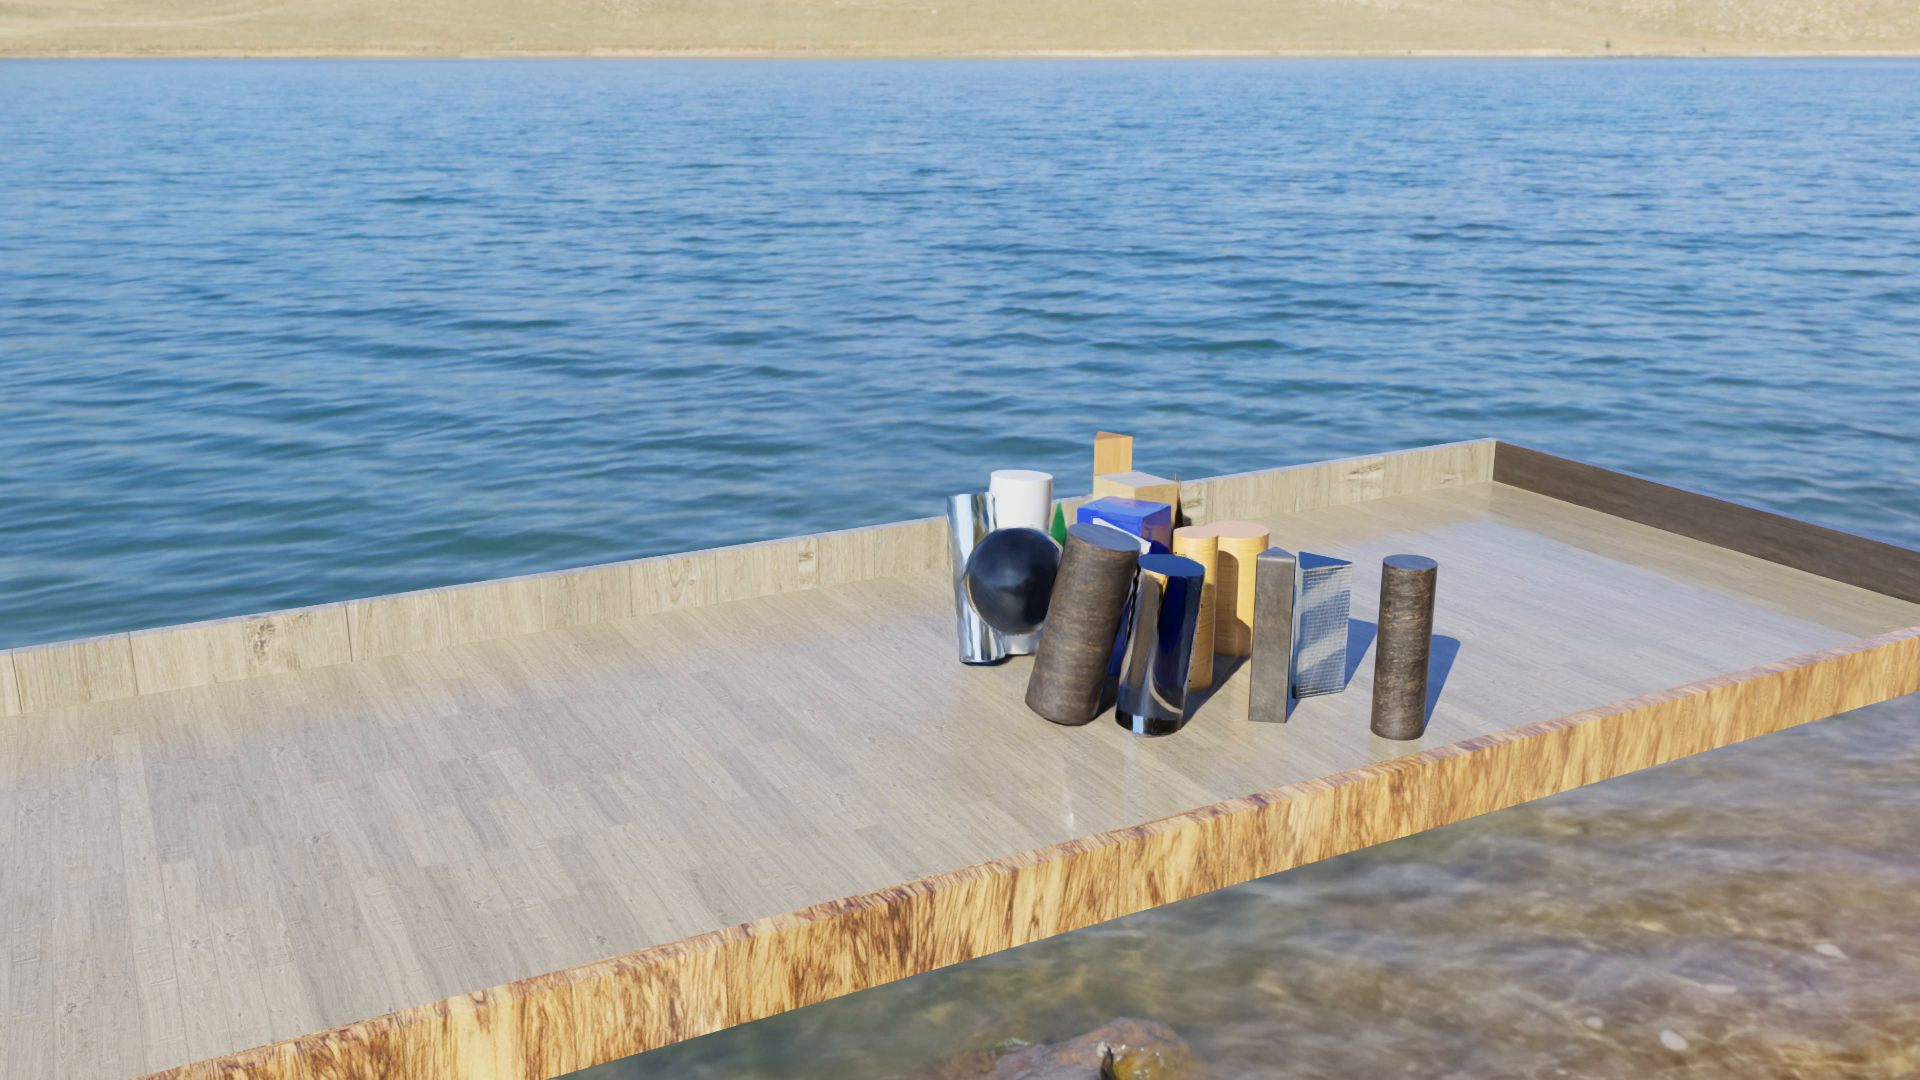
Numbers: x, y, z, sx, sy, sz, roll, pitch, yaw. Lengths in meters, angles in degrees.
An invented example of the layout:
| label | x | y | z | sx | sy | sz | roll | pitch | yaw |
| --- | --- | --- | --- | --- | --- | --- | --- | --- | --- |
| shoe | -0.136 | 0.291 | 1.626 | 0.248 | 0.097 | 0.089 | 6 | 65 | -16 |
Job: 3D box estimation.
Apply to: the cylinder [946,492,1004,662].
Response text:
| label | x | y | z | sx | sy | sz | roll | pitch | yaw |
| --- | --- | --- | --- | --- | --- | --- | --- | --- | --- |
| cylinder | 0.040 | 0.095 | 4.248 | 0.117 | 0.427 | 0.117 | -5 | 2 | 0 |

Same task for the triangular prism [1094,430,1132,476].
| label | x | y | z | sx | sy | sz | roll | pitch | yaw |
| --- | --- | --- | --- | --- | --- | --- | --- | --- | --- |
| triangular prism | 0.425 | -0.088 | 4.849 | 0.119 | 0.454 | 0.103 | -6 | 17 | -20 |

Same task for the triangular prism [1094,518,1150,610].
| label | x | y | z | sx | sy | sz | roll | pitch | yaw |
| --- | --- | --- | --- | --- | --- | --- | --- | --- | --- |
| triangular prism | 0.312 | 0.145 | 4.101 | 0.154 | 0.386 | 0.134 | 0 | 29 | -38 |

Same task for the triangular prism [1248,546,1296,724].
| label | x | y | z | sx | sy | sz | roll | pitch | yaw |
| --- | --- | --- | --- | --- | --- | --- | --- | --- | --- |
| triangular prism | 0.732 | 0.222 | 3.871 | 0.088 | 0.410 | 0.076 | 3 | 17 | 10 |

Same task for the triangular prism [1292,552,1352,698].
| label | x | y | z | sx | sy | sz | roll | pitch | yaw |
| --- | --- | --- | --- | --- | --- | --- | --- | --- | --- |
| triangular prism | 0.861 | 0.205 | 4.065 | 0.143 | 0.334 | 0.124 | -6 | 17 | -20 |

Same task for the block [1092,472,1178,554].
| label | x | y | z | sx | sy | sz | roll | pitch | yaw |
| --- | --- | --- | --- | --- | --- | --- | --- | --- | --- |
| block | 0.452 | 0.051 | 4.393 | 0.156 | 0.434 | 0.156 | -7 | 17 | -37 |

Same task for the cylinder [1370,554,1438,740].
| label | x | y | z | sx | sy | sz | roll | pitch | yaw |
| --- | --- | --- | --- | --- | --- | --- | --- | --- | --- |
| cylinder | 1.018 | 0.247 | 3.786 | 0.121 | 0.411 | 0.121 | 0 | 16 | 0 |

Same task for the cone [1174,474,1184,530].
| label | x | y | z | sx | sy | sz | roll | pitch | yaw |
| --- | --- | --- | --- | --- | --- | --- | --- | --- | --- |
| cone | 0.590 | 0.013 | 4.567 | 0.159 | 0.419 | 0.159 | 0 | 16 | 0 |

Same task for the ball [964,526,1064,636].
| label | x | y | z | sx | sy | sz | roll | pitch | yaw |
| --- | --- | --- | --- | --- | --- | --- | --- | --- | --- |
| ball | 0.145 | 0.099 | 4.082 | 0.273 | 0.273 | 0.273 | 0 | 16 | 0 |

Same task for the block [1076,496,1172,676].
| label | x | y | z | sx | sy | sz | roll | pitch | yaw |
| --- | --- | --- | --- | --- | --- | --- | --- | --- | --- |
| block | 0.409 | 0.117 | 4.203 | 0.178 | 0.416 | 0.178 | 10 | 16 | 29 |

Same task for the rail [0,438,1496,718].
| label | x | y | z | sx | sy | sz | roll | pitch | yaw |
| --- | --- | --- | --- | --- | --- | --- | --- | --- | --- |
| rail | -3.305 | 0.497 | 3.399 | 12.000 | 0.150 | 0.050 | -9 | 18 | -27 |

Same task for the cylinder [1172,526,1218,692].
| label | x | y | z | sx | sy | sz | roll | pitch | yaw |
| --- | --- | --- | --- | --- | --- | --- | --- | --- | --- |
| cylinder | 0.576 | 0.171 | 4.076 | 0.110 | 0.394 | 0.110 | 0 | 16 | 0 |

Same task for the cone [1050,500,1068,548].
| label | x | y | z | sx | sy | sz | roll | pitch | yaw |
| --- | --- | --- | --- | --- | --- | --- | --- | --- | --- |
| cone | 0.274 | 0.046 | 4.597 | 0.166 | 0.339 | 0.166 | 0 | 16 | 0 |

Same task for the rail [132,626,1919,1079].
| label | x | y | z | sx | sy | sz | roll | pitch | yaw |
| --- | --- | --- | --- | --- | --- | --- | --- | --- | --- |
| rail | -2.336 | 1.006 | 1.665 | 12.000 | 0.150 | 0.050 | -9 | 18 | -27 |

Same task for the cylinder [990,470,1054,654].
| label | x | y | z | sx | sy | sz | roll | pitch | yaw |
| --- | --- | --- | --- | --- | --- | --- | --- | --- | --- |
| cylinder | 0.150 | 0.056 | 4.330 | 0.163 | 0.458 | 0.163 | 3 | 12 | -1 |

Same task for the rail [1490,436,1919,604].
| label | x | y | z | sx | sy | sz | roll | pitch | yaw |
| --- | --- | --- | --- | --- | --- | --- | --- | --- | --- |
| rail | 2.466 | -0.048 | 5.253 | 0.050 | 0.150 | 2.100 | -9 | 18 | -27 |

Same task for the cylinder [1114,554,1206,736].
| label | x | y | z | sx | sy | sz | roll | pitch | yaw |
| --- | --- | --- | --- | --- | --- | --- | --- | --- | --- |
| cylinder | 0.461 | 0.241 | 3.816 | 0.158 | 0.390 | 0.158 | 6 | 18 | -2 |

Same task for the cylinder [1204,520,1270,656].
| label | x | y | z | sx | sy | sz | roll | pitch | yaw |
| --- | --- | --- | --- | --- | --- | --- | --- | --- | --- |
| cylinder | 0.722 | 0.127 | 4.353 | 0.170 | 0.322 | 0.170 | 0 | 16 | 0 |

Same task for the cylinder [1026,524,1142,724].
| label | x | y | z | sx | sy | sz | roll | pitch | yaw |
| --- | --- | --- | --- | --- | --- | --- | --- | --- | --- |
| cylinder | 0.286 | 0.196 | 3.859 | 0.172 | 0.440 | 0.172 | 12 | 18 | -4 |
